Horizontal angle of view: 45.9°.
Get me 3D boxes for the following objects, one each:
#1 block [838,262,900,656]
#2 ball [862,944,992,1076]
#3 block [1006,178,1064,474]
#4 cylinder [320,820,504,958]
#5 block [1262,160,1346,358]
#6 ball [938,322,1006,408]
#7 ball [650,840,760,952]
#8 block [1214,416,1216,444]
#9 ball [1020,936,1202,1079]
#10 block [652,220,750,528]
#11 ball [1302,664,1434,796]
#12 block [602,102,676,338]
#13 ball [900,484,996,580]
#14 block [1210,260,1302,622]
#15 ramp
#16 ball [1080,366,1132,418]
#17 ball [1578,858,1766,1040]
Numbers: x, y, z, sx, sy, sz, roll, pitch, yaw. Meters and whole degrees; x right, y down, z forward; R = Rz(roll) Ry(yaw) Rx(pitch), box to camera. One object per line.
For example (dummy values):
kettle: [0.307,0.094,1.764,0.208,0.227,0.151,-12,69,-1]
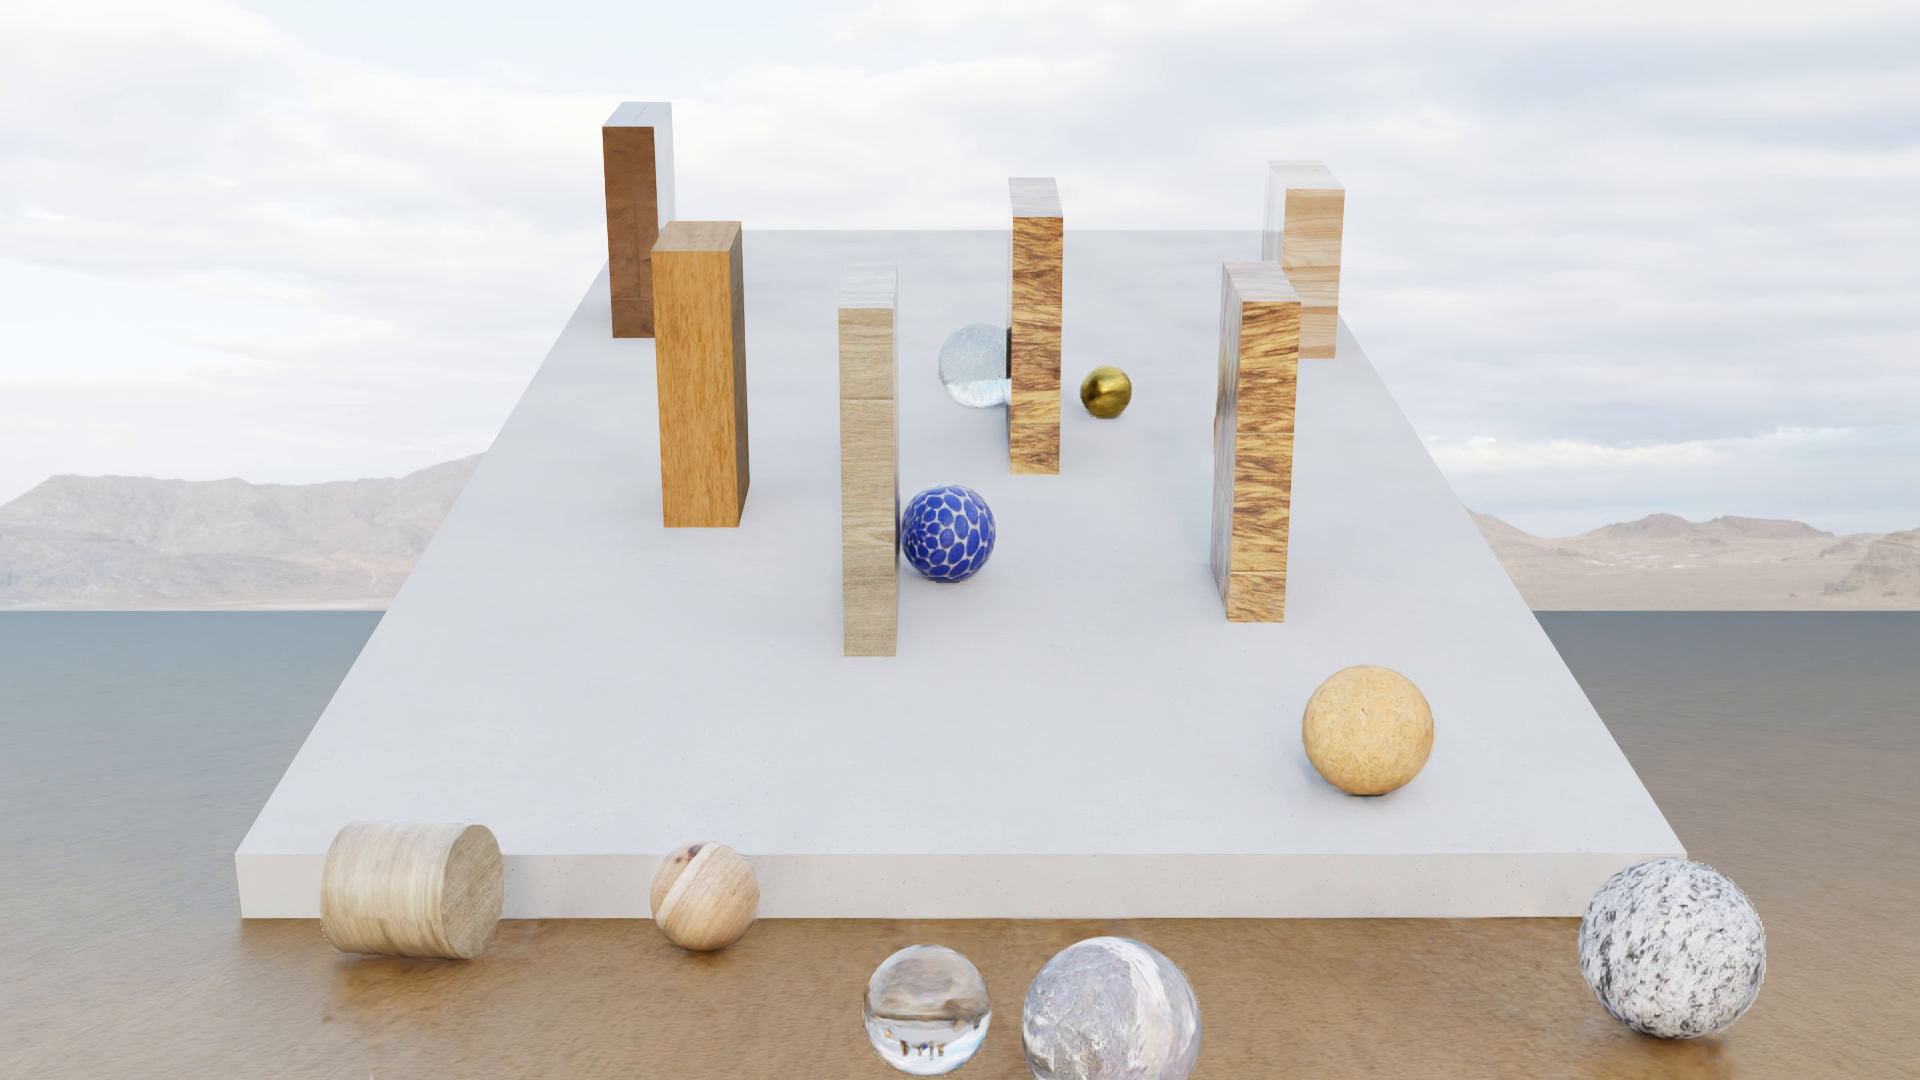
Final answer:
block: [-0.150,-0.141,3.823,0.086,0.595,0.325,0,20,0]
ball: [-0.031,0.436,2.106,0.120,0.120,0.120,0,-2,0]
block: [0.154,-0.457,4.773,0.101,0.537,0.408,0,20,0]
cylinder: [-0.668,0.427,2.773,0.162,0.162,0.162,0,-2,15]
block: [0.841,-0.699,5.613,0.141,0.416,0.363,0,20,0]
ball: [0.046,-0.393,5.096,0.193,0.193,0.193,0,-2,0]
ball: [-0.322,0.449,2.860,0.138,0.138,0.138,0,-2,0]
block: [0.610,-0.226,4.760,0.113,0.113,0.113,12,23,30]
ball: [0.128,0.415,1.930,0.154,0.154,0.154,0,-2,0]
block: [-0.499,-0.324,4.398,0.144,0.541,0.264,0,20,0]
ball: [0.589,0.275,3.279,0.189,0.189,0.189,0,-2,0]
block: [-0.807,-0.819,5.768,0.127,0.530,0.373,0,20,0]
ball: [-0.022,-0.014,4.086,0.175,0.175,0.175,0,-2,0]
block: [0.511,-0.174,3.954,0.096,0.569,0.292,0,20,0]
ramp: [-0.005,-0.208,5.017,2.000,0.100,4.000,0,20,0]
ball: [0.325,-0.330,5.040,0.116,0.116,0.116,0,-2,0]
ball: [0.715,0.411,2.283,0.180,0.180,0.180,0,-2,0]
